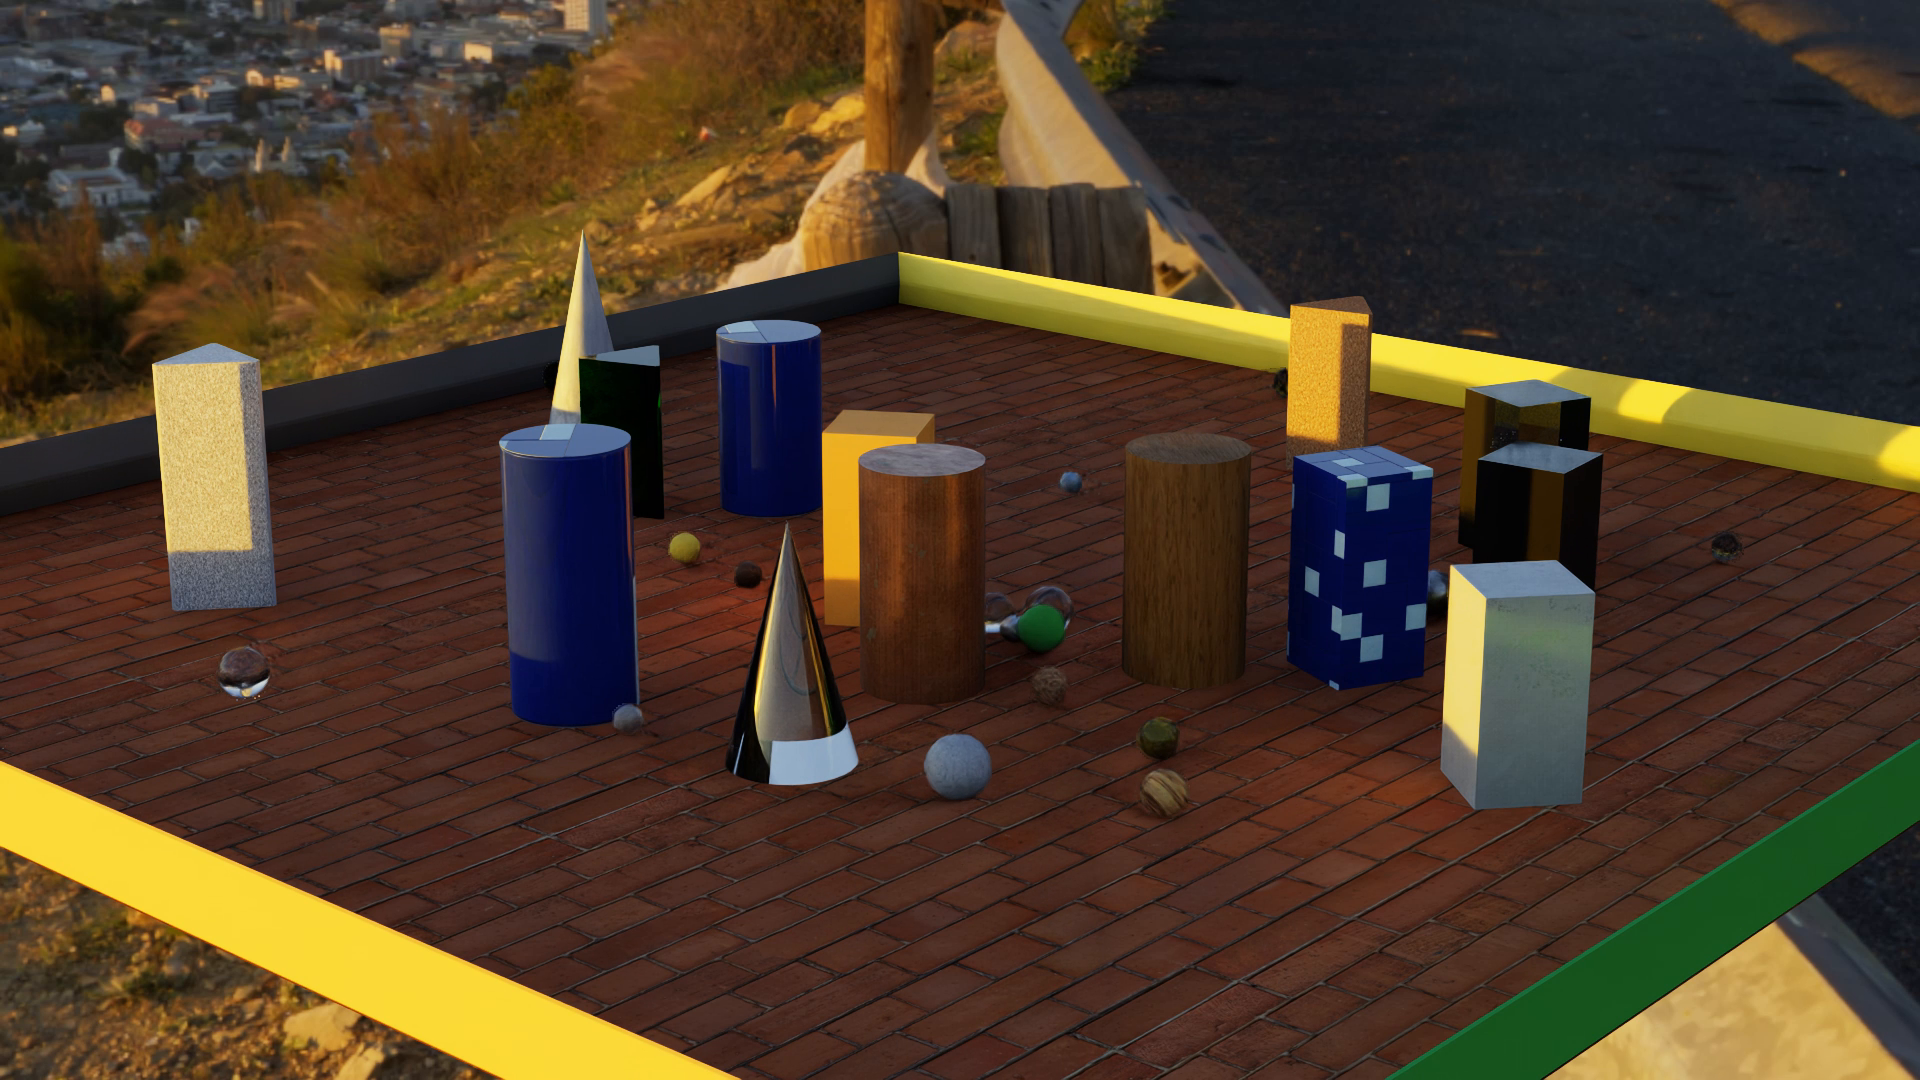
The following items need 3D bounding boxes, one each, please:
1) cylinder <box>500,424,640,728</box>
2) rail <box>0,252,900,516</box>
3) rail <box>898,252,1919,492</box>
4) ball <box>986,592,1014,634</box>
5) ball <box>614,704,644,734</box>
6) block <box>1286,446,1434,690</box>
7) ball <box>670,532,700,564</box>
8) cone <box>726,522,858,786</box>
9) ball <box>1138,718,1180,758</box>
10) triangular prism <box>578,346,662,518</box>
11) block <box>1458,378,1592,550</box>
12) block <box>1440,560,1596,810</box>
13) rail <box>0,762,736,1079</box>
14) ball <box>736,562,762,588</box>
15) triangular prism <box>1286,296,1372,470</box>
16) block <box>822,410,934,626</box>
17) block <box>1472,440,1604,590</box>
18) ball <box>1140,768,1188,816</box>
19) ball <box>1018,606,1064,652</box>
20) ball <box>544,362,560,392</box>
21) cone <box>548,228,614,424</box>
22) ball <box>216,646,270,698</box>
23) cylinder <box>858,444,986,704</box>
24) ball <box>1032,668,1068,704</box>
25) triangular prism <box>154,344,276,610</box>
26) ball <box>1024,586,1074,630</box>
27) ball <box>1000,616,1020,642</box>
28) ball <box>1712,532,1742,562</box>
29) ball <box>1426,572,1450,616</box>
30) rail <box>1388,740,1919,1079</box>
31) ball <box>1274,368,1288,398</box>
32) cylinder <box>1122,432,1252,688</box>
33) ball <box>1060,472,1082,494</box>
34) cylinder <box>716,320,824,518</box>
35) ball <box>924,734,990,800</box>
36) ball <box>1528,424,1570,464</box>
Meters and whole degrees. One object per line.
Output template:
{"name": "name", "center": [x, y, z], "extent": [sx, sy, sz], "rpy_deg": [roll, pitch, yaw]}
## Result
{"name": "cylinder", "center": [-0.602, 0.053, 4.532], "extent": [0.200, 0.430, 0.200], "rpy_deg": [0, 17, 0]}
{"name": "rail", "center": [-1.273, -0.286, 6.178], "extent": [0.045, 0.130, 3.459], "rpy_deg": [14, 22, 39]}
{"name": "rail", "center": [1.118, -0.339, 6.353], "extent": [3.418, 0.130, 0.045], "rpy_deg": [14, 22, 39]}
{"name": "ball", "center": [0.056, 0.123, 4.929], "extent": [0.069, 0.069, 0.069], "rpy_deg": [0, 17, 0]}
{"name": "ball", "center": [-0.505, 0.274, 4.468], "extent": [0.046, 0.046, 0.046], "rpy_deg": [0, 17, 0]}
{"name": "block", "center": [0.640, 0.043, 4.712], "extent": [0.160, 0.347, 0.160], "rpy_deg": [-8, 18, -24]}
{"name": "ball", "center": [-0.497, 0.015, 5.309], "extent": [0.056, 0.056, 0.056], "rpy_deg": [0, 17, 0]}
{"name": "cone", "center": [-0.250, 0.150, 4.312], "extent": [0.200, 0.373, 0.200], "rpy_deg": [0, 17, 0]}
{"name": "ball", "center": [0.297, 0.295, 4.369], "extent": [0.062, 0.062, 0.062], "rpy_deg": [0, 17, 0]}
{"name": "triangular prism", "center": [-0.617, -0.213, 5.643], "extent": [0.173, 0.300, 0.150], "rpy_deg": [7, 18, 22]}
{"name": "block", "center": [1.031, -0.126, 5.362], "extent": [0.160, 0.295, 0.160], "rpy_deg": [-8, 19, -26]}
{"name": "block", "center": [0.800, 0.207, 4.220], "extent": [0.160, 0.317, 0.160], "rpy_deg": [-3, 17, -8]}
{"name": "rail", "center": [-1.118, 0.404, 3.886], "extent": [3.418, 0.130, 0.045], "rpy_deg": [14, 22, 39]}
{"name": "ball", "center": [-0.372, 0.062, 5.168], "extent": [0.048, 0.048, 0.048], "rpy_deg": [0, 17, 0]}
{"name": "triangular prism", "center": [0.771, -0.312, 5.906], "extent": [0.173, 0.338, 0.150], "rpy_deg": [10, 19, 29]}
{"name": "block", "center": [-0.137, -0.036, 4.992], "extent": [0.160, 0.336, 0.160], "rpy_deg": [3, 17, 10]}
{"name": "block", "center": [0.997, -0.020, 5.072], "extent": [0.160, 0.259, 0.160], "rpy_deg": [12, 20, 34]}
{"name": "ball", "center": [0.288, 0.357, 4.151], "extent": [0.068, 0.068, 0.068], "rpy_deg": [0, 17, 0]}
{"name": "ball", "center": [0.134, 0.146, 4.835], "extent": [0.078, 0.078, 0.078], "rpy_deg": [0, 17, 0]}
{"name": "ball", "center": [-0.895, -0.361, 6.538], "extent": [0.068, 0.068, 0.068], "rpy_deg": [0, 17, 0]}
{"name": "cone", "center": [-0.758, -0.400, 5.962], "extent": [0.200, 0.474, 0.200], "rpy_deg": [0, 17, 0]}
{"name": "ball", "center": [-1.130, 0.209, 4.622], "extent": [0.082, 0.082, 0.082], "rpy_deg": [0, 17, 0]}
{"name": "cylinder", "center": [-0.060, 0.052, 4.639], "extent": [0.200, 0.371, 0.200], "rpy_deg": [0, 17, 0]}
{"name": "ball", "center": [0.140, 0.228, 4.598], "extent": [0.057, 0.057, 0.057], "rpy_deg": [0, 17, 0]}
{"name": "triangular prism", "center": [-1.282, -0.112, 5.074], "extent": [0.173, 0.435, 0.150], "rpy_deg": [-3, 17, -9]}
{"name": "ball", "center": [0.149, 0.119, 4.915], "extent": [0.084, 0.084, 0.084], "rpy_deg": [0, 17, 0]}
{"name": "ball", "center": [0.089, 0.148, 4.886], "extent": [0.045, 0.045, 0.045], "rpy_deg": [0, 17, 0]}
{"name": "ball", "center": [1.390, 0.013, 5.319], "extent": [0.053, 0.053, 0.053], "rpy_deg": [0, 17, 0]}
{"name": "ball", "center": [0.810, 0.091, 5.021], "extent": [0.076, 0.076, 0.076], "rpy_deg": [0, 17, 0]}
{"name": "rail", "center": [1.273, 0.351, 4.062], "extent": [0.045, 0.130, 3.459], "rpy_deg": [14, 22, 39]}
{"name": "ball", "center": [0.728, -0.349, 6.501], "extent": [0.066, 0.066, 0.066], "rpy_deg": [0, 17, 0]}
{"name": "cylinder", "center": [0.363, 0.031, 4.712], "extent": [0.200, 0.370, 0.200], "rpy_deg": [0, 17, 0]}
{"name": "ball", "center": [0.218, -0.113, 5.756], "extent": [0.043, 0.043, 0.043], "rpy_deg": [0, 17, 0]}
{"name": "cylinder", "center": [-0.365, -0.235, 5.642], "extent": [0.200, 0.342, 0.200], "rpy_deg": [0, 17, 0]}
{"name": "ball", "center": [-0.004, 0.326, 4.210], "extent": [0.095, 0.095, 0.095], "rpy_deg": [0, 17, 0]}
{"name": "ball", "center": [1.198, -0.196, 5.966], "extent": [0.082, 0.082, 0.082], "rpy_deg": [0, 17, 0]}
